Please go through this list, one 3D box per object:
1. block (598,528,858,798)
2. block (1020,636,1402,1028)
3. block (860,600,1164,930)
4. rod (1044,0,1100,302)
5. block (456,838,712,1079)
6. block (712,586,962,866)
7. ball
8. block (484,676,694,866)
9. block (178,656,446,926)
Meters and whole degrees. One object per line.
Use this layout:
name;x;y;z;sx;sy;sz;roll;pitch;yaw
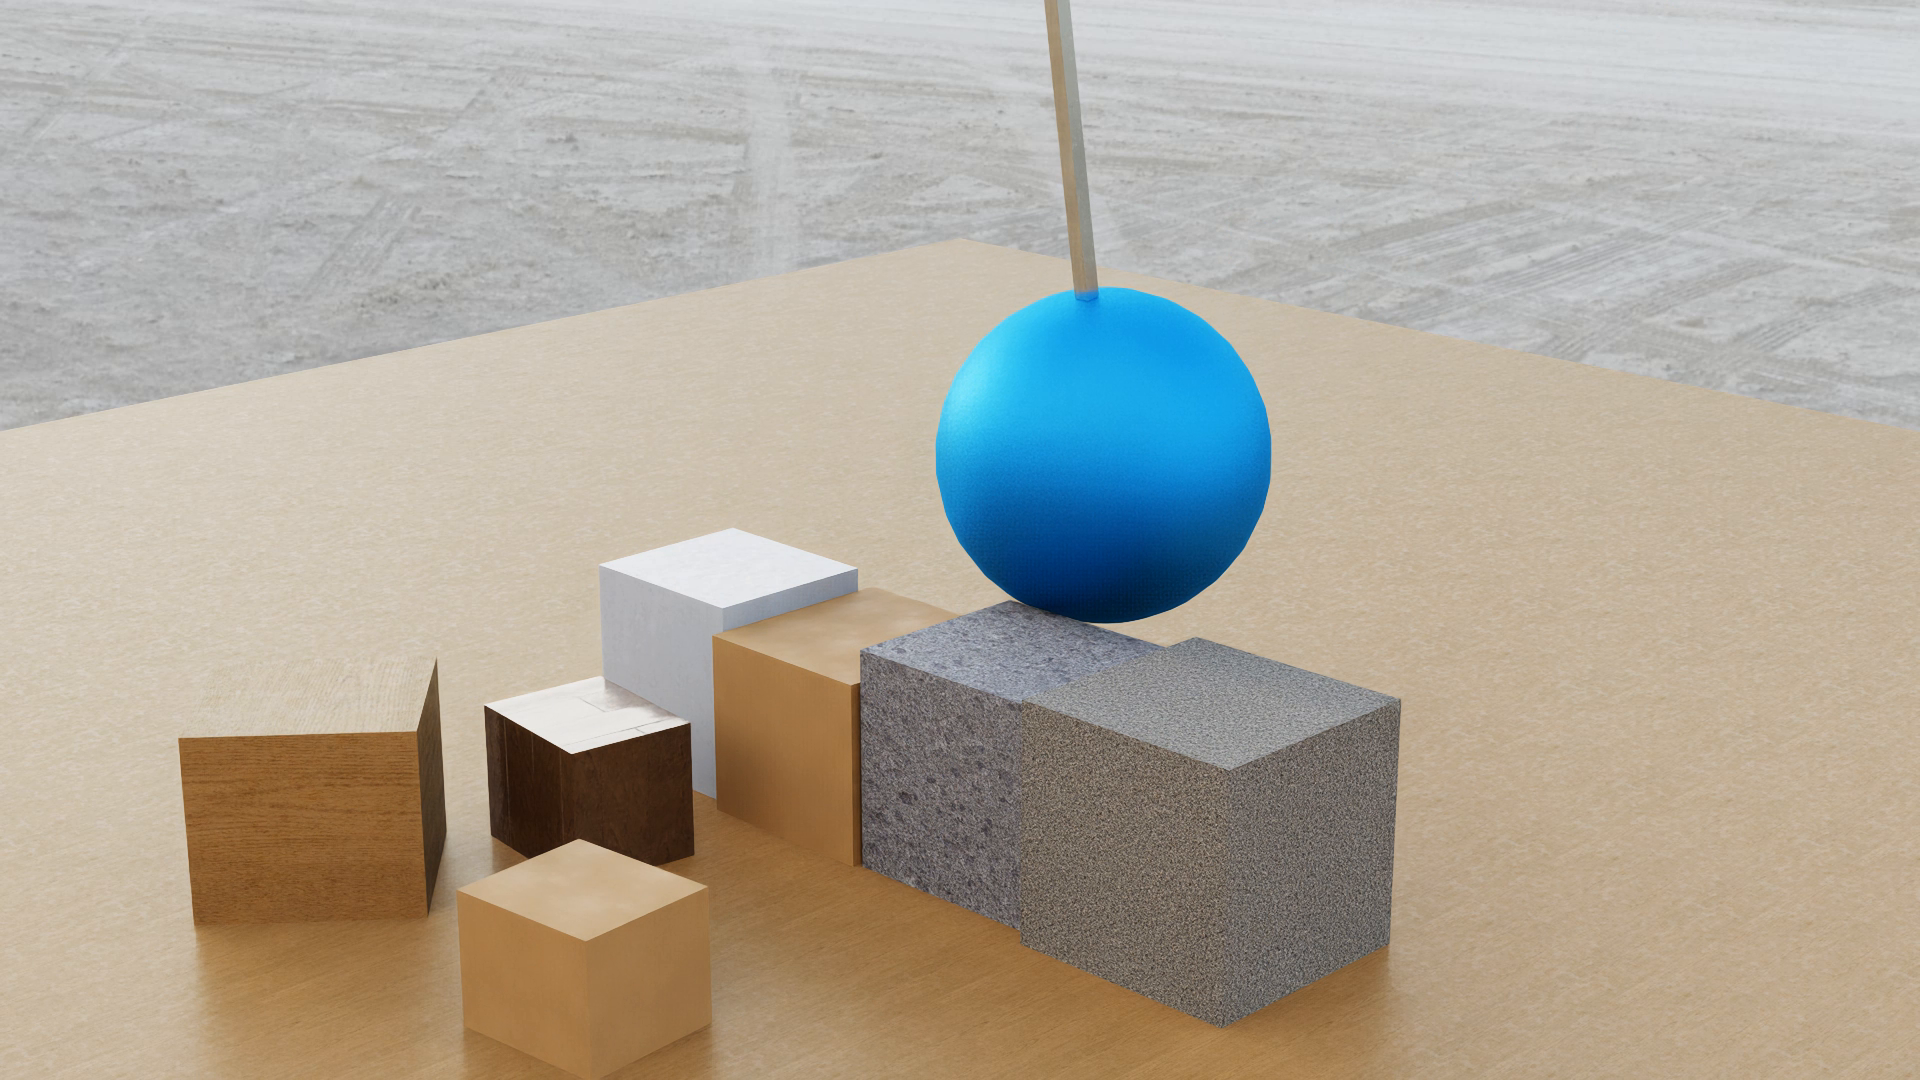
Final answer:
block;-1.153;0.611;14.723;0.878;1.006;0.951;-17;24;-42
block;1.066;1.216;12.584;1.137;1.134;1.136;17;24;42
block;0.283;1.010;13.361;1.090;1.062;0.987;16;24;42
rod;0.295;-3.487;12.555;0.080;5.200;0.080;17;33;42
block;-1.526;1.696;11.936;0.759;0.608;0.673;14;22;38
block;-0.463;0.870;14.088;1.053;0.893;0.968;-17;24;-42
ball;0.680;-0.401;13.929;1.600;1.600;1.600;0;17;0
block;-1.731;1.119;13.684;0.632;0.660;0.794;-13;22;-36
block;-2.908;1.120;13.299;1.020;0.888;0.975;-1;17;-4
